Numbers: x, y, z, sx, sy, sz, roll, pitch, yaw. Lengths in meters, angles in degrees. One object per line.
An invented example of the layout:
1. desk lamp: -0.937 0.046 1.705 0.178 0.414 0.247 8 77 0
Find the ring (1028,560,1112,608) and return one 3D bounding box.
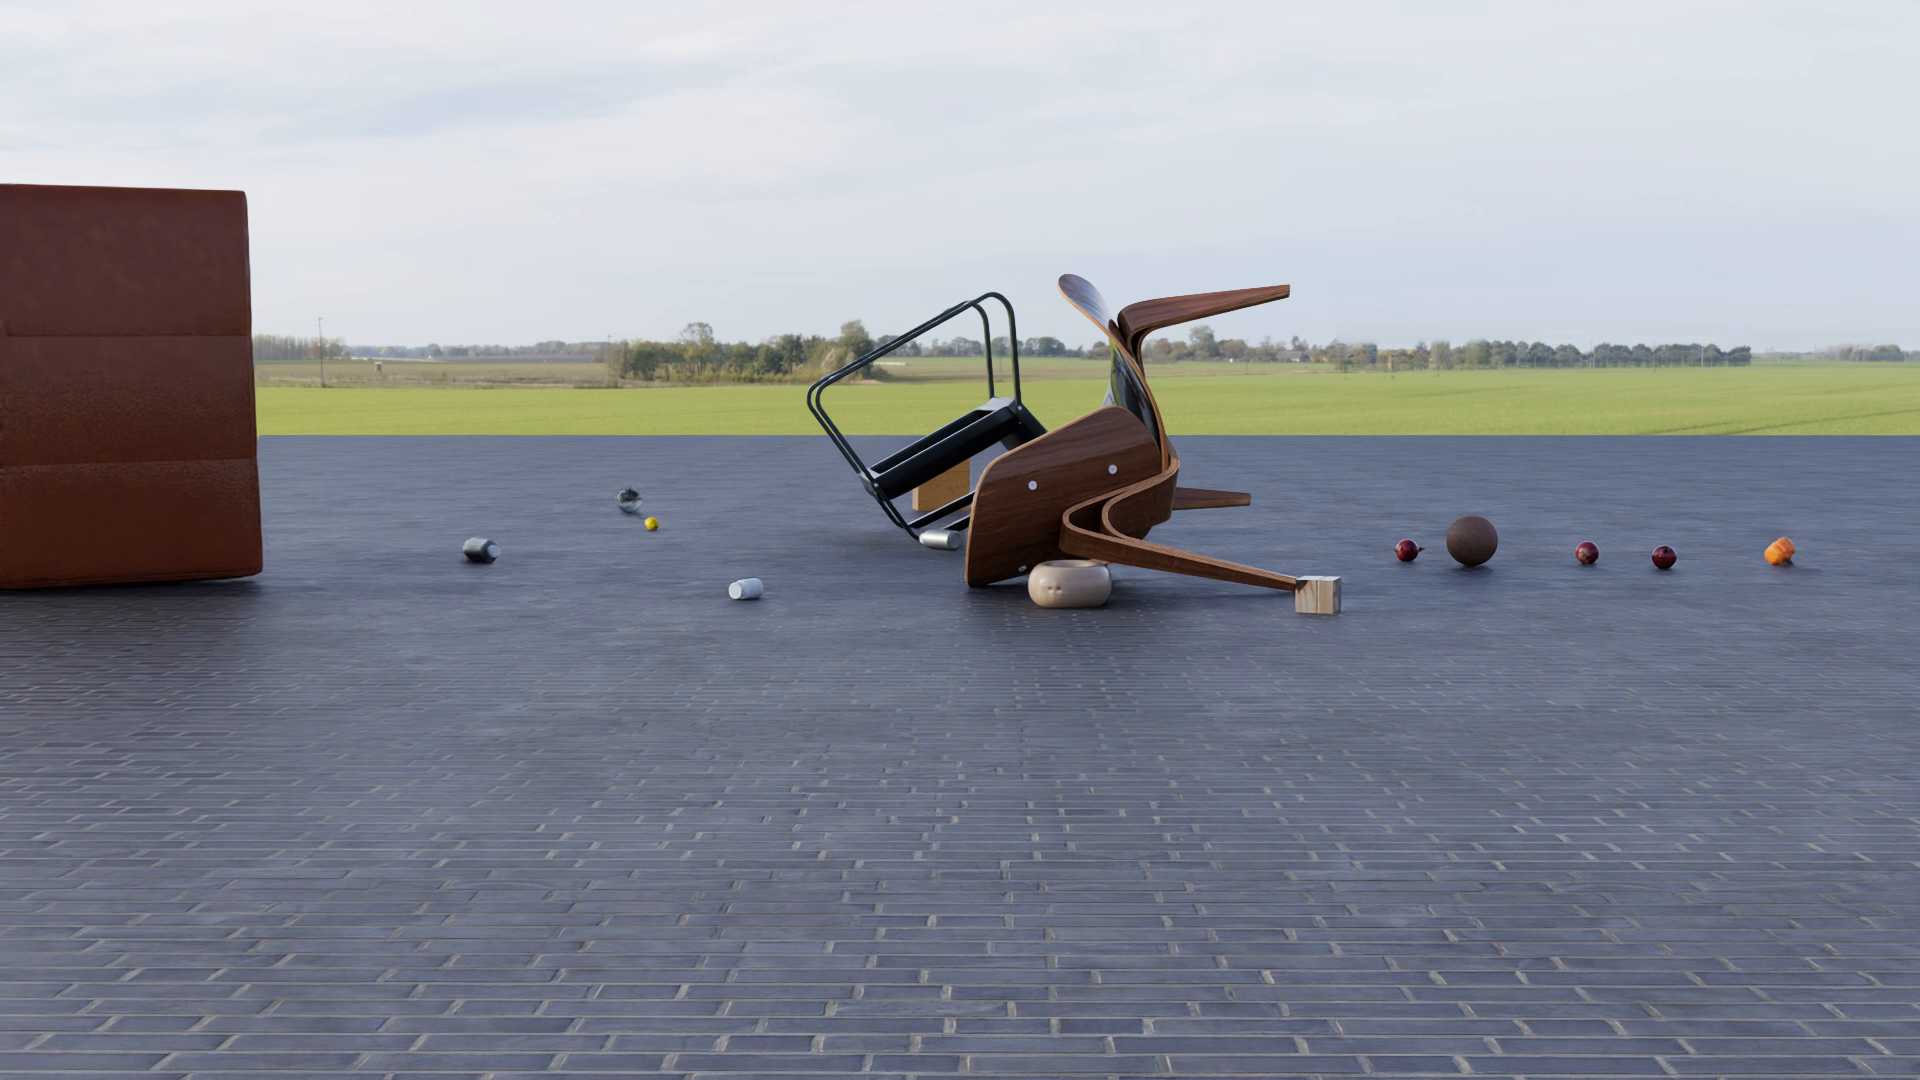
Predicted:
1. ring: 0.230 0.092 4.588 0.170 0.087 0.242 3 5 18

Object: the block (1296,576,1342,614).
1. block: 0.726 0.110 4.457 0.075 0.066 0.095 1 4 19

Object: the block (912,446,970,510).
1. block: -0.071 -0.233 8.221 0.193 0.236 0.165 -1 4 -8

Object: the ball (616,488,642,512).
1. ball: -1.202 -0.144 7.992 0.089 0.089 0.089 0 4 0
